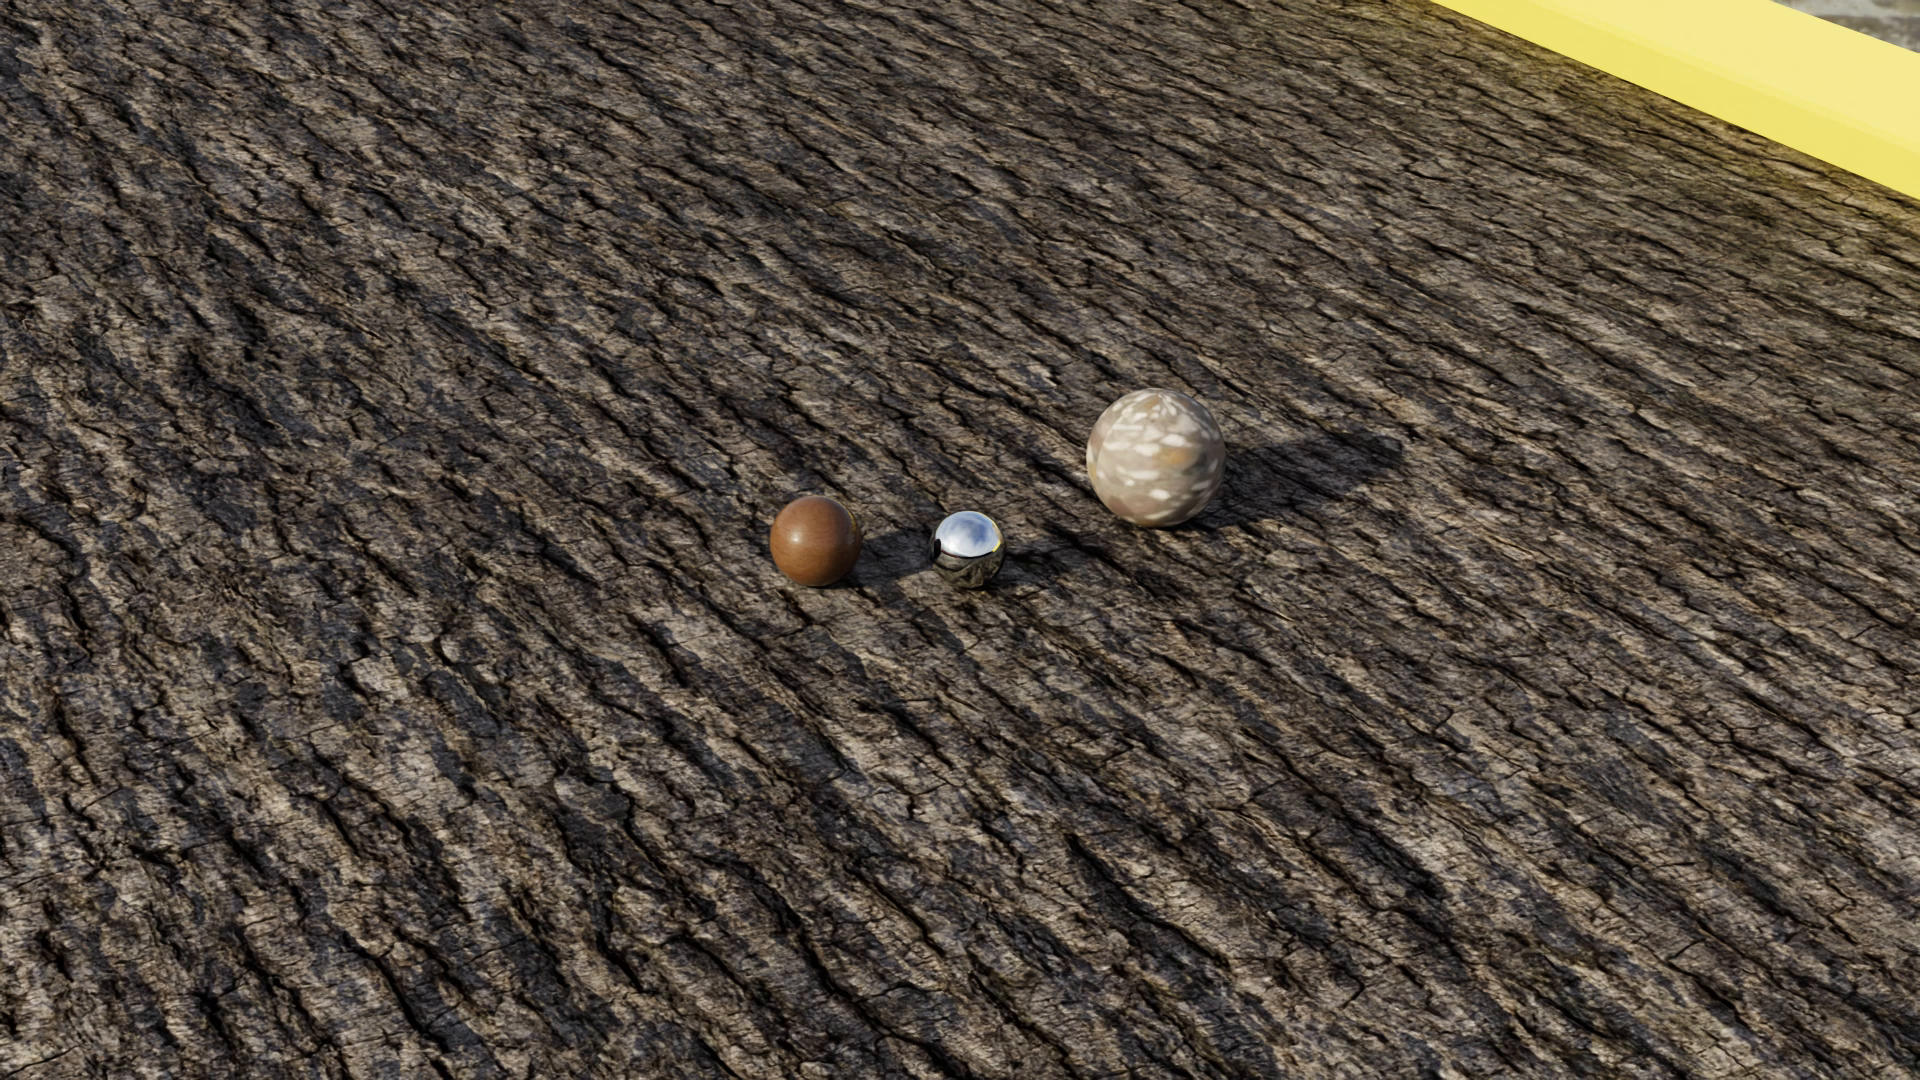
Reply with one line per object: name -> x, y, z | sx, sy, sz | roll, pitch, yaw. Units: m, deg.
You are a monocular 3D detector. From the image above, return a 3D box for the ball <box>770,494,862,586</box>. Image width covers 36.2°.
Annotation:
ball -> -0.098, 0.000, 1.989 | 0.063, 0.063, 0.063 | 0, 27, 0

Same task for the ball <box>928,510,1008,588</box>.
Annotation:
ball -> 0.005, 0.006, 1.987 | 0.053, 0.053, 0.053 | 0, 27, 0

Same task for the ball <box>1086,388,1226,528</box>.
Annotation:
ball -> 0.138, -0.058, 2.064 | 0.099, 0.099, 0.099 | 0, 27, 0

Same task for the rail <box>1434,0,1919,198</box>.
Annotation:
rail -> 0.504, -0.645, 3.198 | 0.045, 0.128, 3.832 | -14, 30, -26
